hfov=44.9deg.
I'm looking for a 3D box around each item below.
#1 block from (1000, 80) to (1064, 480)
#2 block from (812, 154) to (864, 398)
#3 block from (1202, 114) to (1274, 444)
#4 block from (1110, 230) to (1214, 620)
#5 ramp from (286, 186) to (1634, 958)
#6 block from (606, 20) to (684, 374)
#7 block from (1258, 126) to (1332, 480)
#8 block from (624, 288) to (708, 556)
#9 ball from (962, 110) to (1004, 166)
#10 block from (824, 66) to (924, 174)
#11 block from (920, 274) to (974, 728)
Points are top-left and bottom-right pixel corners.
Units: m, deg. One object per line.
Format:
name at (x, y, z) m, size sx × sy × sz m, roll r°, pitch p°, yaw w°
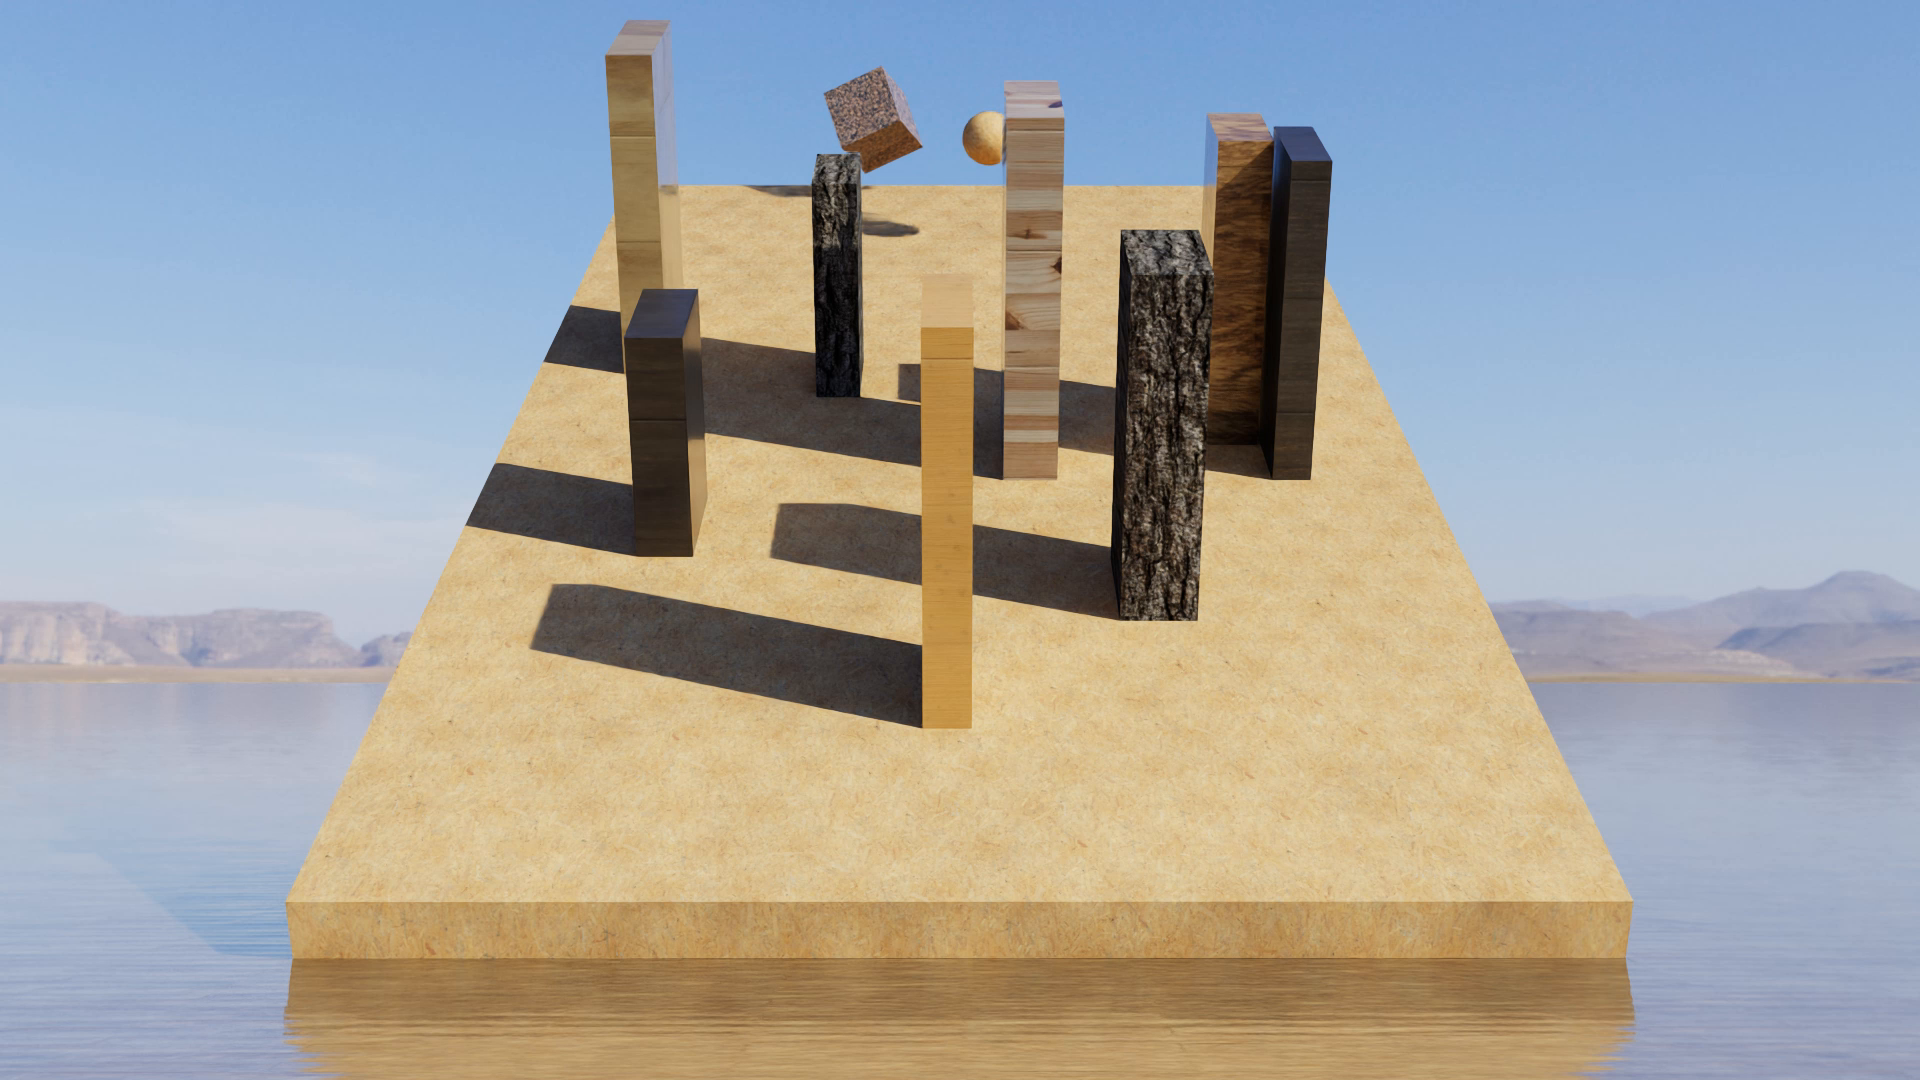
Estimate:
block at (0.150, -0.551, 4.938) m, size 0.115 × 0.781 × 0.330 m, roll 0°, pitch 24°, yaw 0°
block at (-0.283, -0.618, 5.423) m, size 0.101 × 0.509 × 0.260 m, roll 0°, pitch 24°, yaw 0°
block at (0.598, -0.572, 5.111) m, size 0.117 × 0.682 × 0.247 m, roll 0°, pitch 24°, yaw 0°
block at (0.370, -0.212, 4.313) m, size 0.144 × 0.670 × 0.279 m, roll 0°, pitch 24°, yaw 0°
ramp at (-0.008, -0.228, 5.297) m, size 2.000 × 0.100 × 4.000 m, roll 0°, pitch 24°, yaw 0°
block at (-0.749, -0.825, 5.576) m, size 0.105 × 0.762 × 0.399 m, roll 0°, pitch 24°, yaw 0°
block at (0.706, -0.502, 4.940) m, size 0.082 × 0.694 × 0.287 m, roll 0°, pitch 24°, yaw 0°
block at (-0.581, -0.236, 4.626) m, size 0.111 × 0.455 × 0.302 m, roll 0°, pitch 24°, yaw 0°
ball at (0.081, -1.113, 6.440) m, size 0.149 × 0.149 × 0.149 m, roll 0°, pitch -3°, yaw 0°
block at (-0.258, -1.251, 6.928) m, size 0.194 × 0.194 × 0.194 m, roll -23°, pitch -21°, yaw 13°
block at (-0.021, -0.064, 3.921) m, size 0.083 × 0.715 × 0.280 m, roll 0°, pitch 24°, yaw 0°
